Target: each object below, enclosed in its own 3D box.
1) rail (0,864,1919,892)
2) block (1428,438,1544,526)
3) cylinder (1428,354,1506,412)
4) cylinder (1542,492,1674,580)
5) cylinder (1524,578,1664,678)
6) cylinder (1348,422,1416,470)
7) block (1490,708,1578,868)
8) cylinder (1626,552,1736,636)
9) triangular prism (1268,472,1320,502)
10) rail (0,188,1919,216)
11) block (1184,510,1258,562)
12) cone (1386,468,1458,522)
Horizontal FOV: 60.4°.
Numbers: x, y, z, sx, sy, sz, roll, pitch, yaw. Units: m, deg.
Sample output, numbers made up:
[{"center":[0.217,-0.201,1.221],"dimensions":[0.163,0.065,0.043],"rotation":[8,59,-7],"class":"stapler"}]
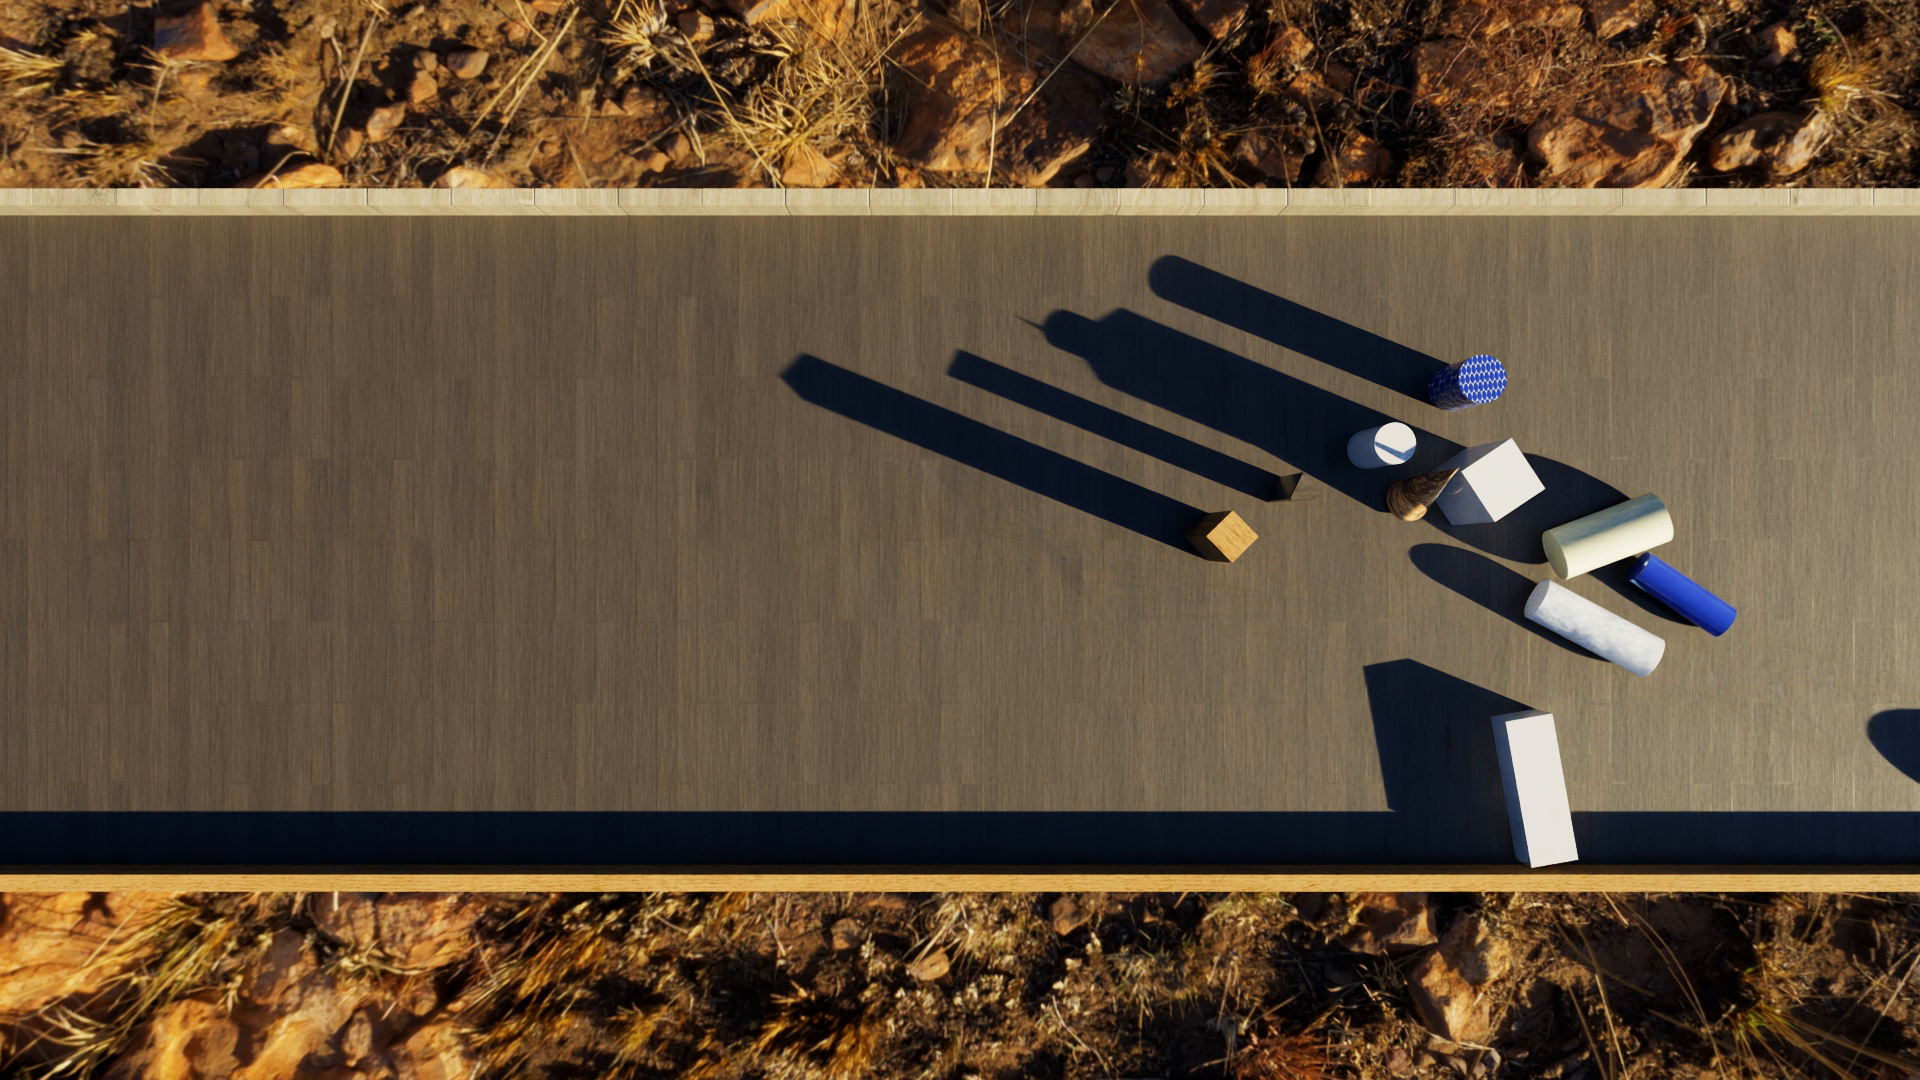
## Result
[{"center":[-2.247,1.025,5.001],"dimensions":[12.000,0.150,0.050],"rotation":[0,90,0],"class":"rail"},{"center":[1.541,-0.168,4.881],"dimensions":[0.173,0.386,0.173],"rotation":[-33,90,-1],"class":"block"},{"center":[1.511,-0.466,4.922],"dimensions":[0.140,0.310,0.140],"rotation":[0,90,0],"class":"cylinder"},{"center":[1.960,-0.011,4.997],"dimensions":[0.335,0.159,0.159],"rotation":[-20,90,0],"class":"cylinder"},{"center":[1.925,0.267,5.010],"dimensions":[0.392,0.133,0.133],"rotation":[28,90,0],"class":"cylinder"},{"center":[1.251,-0.278,4.909],"dimensions":[0.120,0.336,0.120],"rotation":[0,90,0],"class":"cylinder"},{"center":[1.741,0.750,5.006],"dimensions":[0.142,0.142,0.444],"rotation":[-10,90,0],"class":"block"},{"center":[2.197,0.166,5.024],"dimensions":[0.314,0.104,0.104],"rotation":[33,90,0],"class":"cylinder"},{"center":[0.988,-0.157,4.899],"dimensions":[0.087,0.355,0.076],"rotation":[-3,90,0],"class":"triangular prism"},{"center":[-2.247,-1.025,5.002],"dimensions":[12.000,0.150,0.050],"rotation":[0,90,0],"class":"rail"},{"center":[0.765,-0.010,4.852],"dimensions":[0.104,0.448,0.104],"rotation":[-44,90,0],"class":"block"},{"center":[1.388,-0.164,4.846],"dimensions":[0.135,0.444,0.135],"rotation":[1,80,-3],"class":"cone"}]
